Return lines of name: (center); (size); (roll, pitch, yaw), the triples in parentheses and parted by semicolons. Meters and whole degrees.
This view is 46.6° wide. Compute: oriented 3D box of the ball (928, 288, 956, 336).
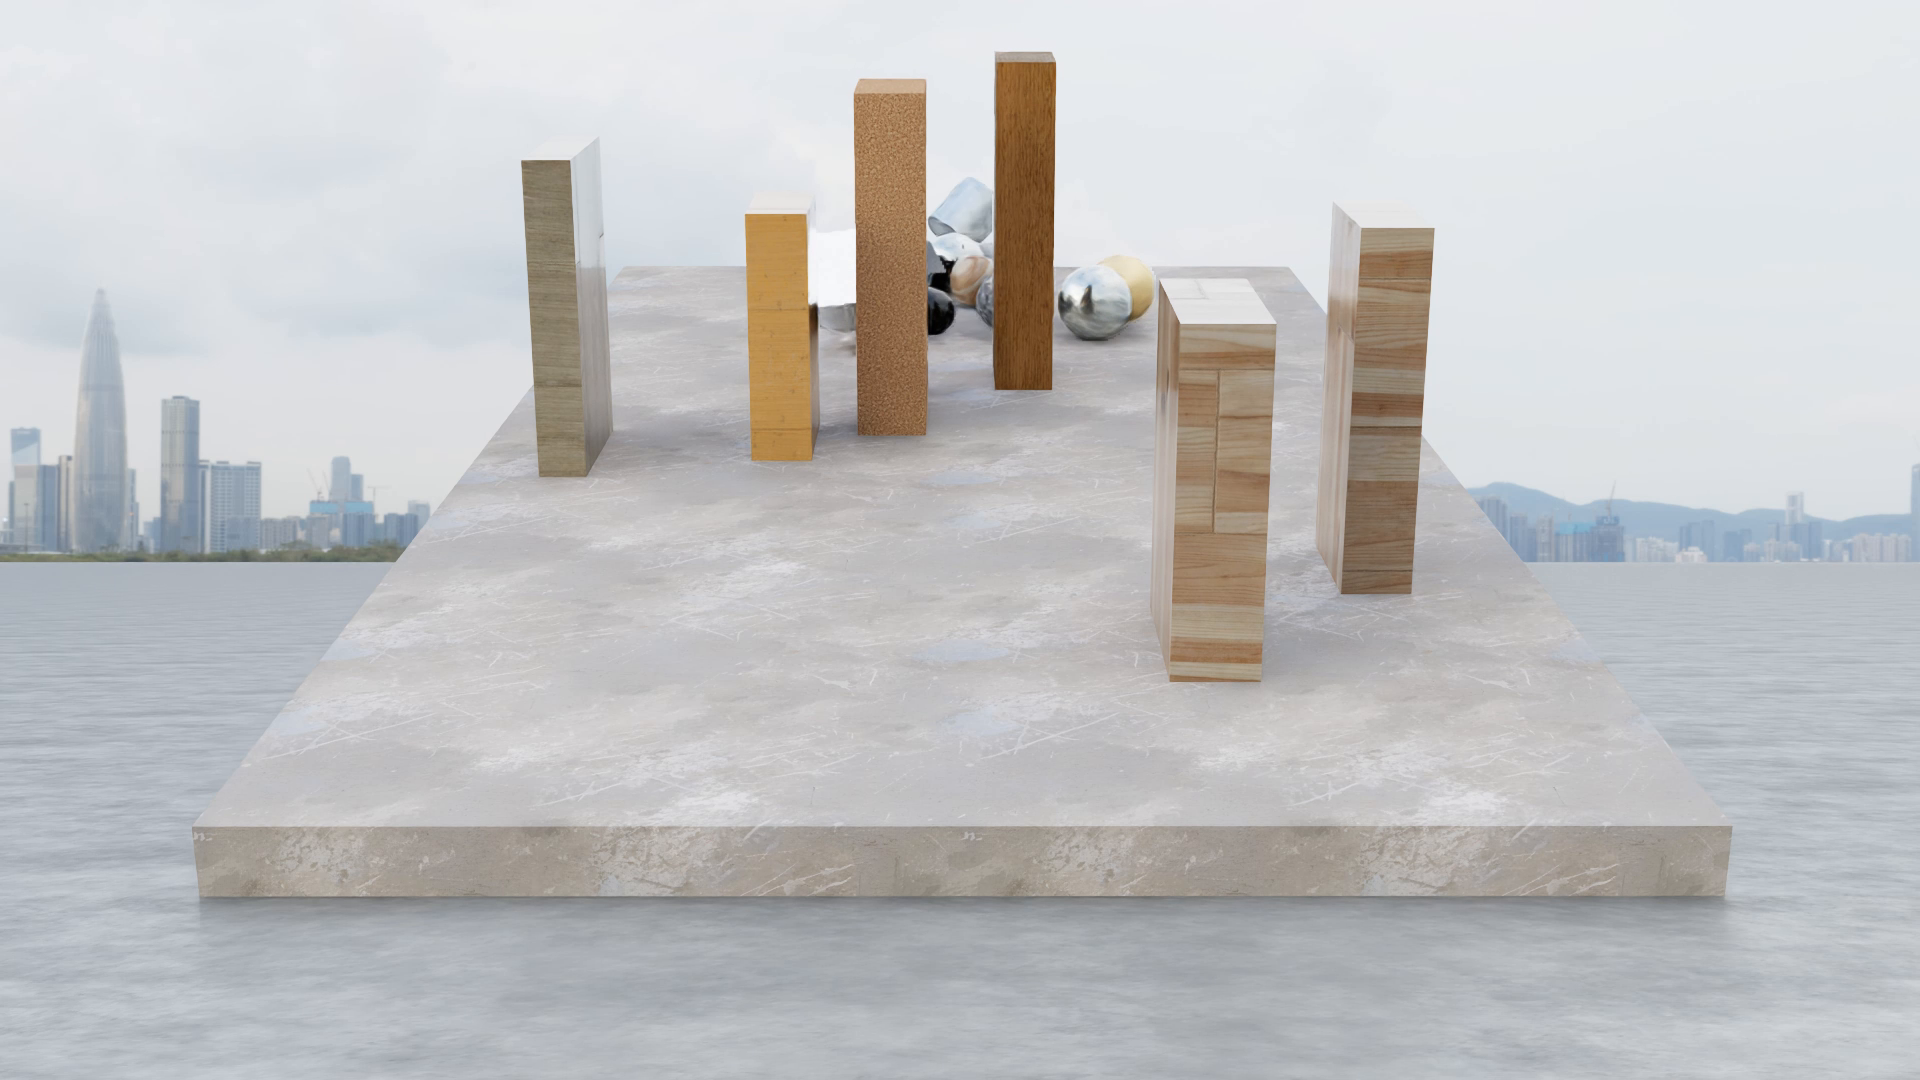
ball: (-0.075, -0.590, 5.751); (0.125, 0.125, 0.125); (0, 0, 0)

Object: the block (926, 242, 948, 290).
block: (-0.146, -0.672, 5.850); (0.163, 0.163, 0.163); (-2, 37, -19)

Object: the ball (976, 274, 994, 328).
ball: (0.122, -0.621, 5.792); (0.160, 0.160, 0.160); (0, 0, 0)

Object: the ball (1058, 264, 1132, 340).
ball: (0.345, -0.608, 5.698); (0.191, 0.191, 0.191); (0, 0, 0)

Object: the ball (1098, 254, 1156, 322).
ball: (0.423, -0.661, 5.857); (0.179, 0.179, 0.179); (0, 0, 0)

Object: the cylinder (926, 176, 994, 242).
cylinder: (0.020, -0.953, 6.570); (0.167, 0.167, 0.167); (39, -13, 10)

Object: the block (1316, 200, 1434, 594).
block: (0.707, -0.248, 3.827); (0.119, 0.625, 0.282); (0, 17, 0)

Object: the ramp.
ramp: (-0.003, -0.179, 4.814); (2.000, 0.100, 4.000); (0, 17, 0)

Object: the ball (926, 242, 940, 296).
ball: (-0.145, -0.746, 6.146); (0.185, 0.185, 0.185); (0, 0, 0)

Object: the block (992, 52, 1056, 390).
block: (0.148, -0.749, 5.213); (0.133, 0.750, 0.275); (0, 17, 0)

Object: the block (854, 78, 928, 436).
block: (-0.147, -0.617, 4.832); (0.147, 0.726, 0.305); (0, 17, 0)

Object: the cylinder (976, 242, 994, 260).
cylinder: (0.051, -0.802, 6.429); (0.114, 0.114, 0.114); (2, -1, -5)

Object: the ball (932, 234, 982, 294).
ball: (-0.017, -0.780, 6.283); (0.169, 0.169, 0.169); (0, 0, 0)

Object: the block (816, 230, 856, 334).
block: (-0.270, -0.650, 5.600); (0.194, 0.194, 0.194); (-3, -15, 26)

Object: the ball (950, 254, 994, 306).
ball: (0.043, -0.715, 6.123); (0.141, 0.141, 0.141); (0, 0, 0)

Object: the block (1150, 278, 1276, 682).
block: (0.388, -0.100, 3.472); (0.139, 0.554, 0.348); (0, 17, 0)

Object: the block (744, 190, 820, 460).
block: (-0.368, -0.453, 4.667); (0.124, 0.511, 0.306); (0, 17, 0)

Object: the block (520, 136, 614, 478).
block: (-0.799, -0.485, 4.561); (0.095, 0.634, 0.373); (0, 17, 0)
